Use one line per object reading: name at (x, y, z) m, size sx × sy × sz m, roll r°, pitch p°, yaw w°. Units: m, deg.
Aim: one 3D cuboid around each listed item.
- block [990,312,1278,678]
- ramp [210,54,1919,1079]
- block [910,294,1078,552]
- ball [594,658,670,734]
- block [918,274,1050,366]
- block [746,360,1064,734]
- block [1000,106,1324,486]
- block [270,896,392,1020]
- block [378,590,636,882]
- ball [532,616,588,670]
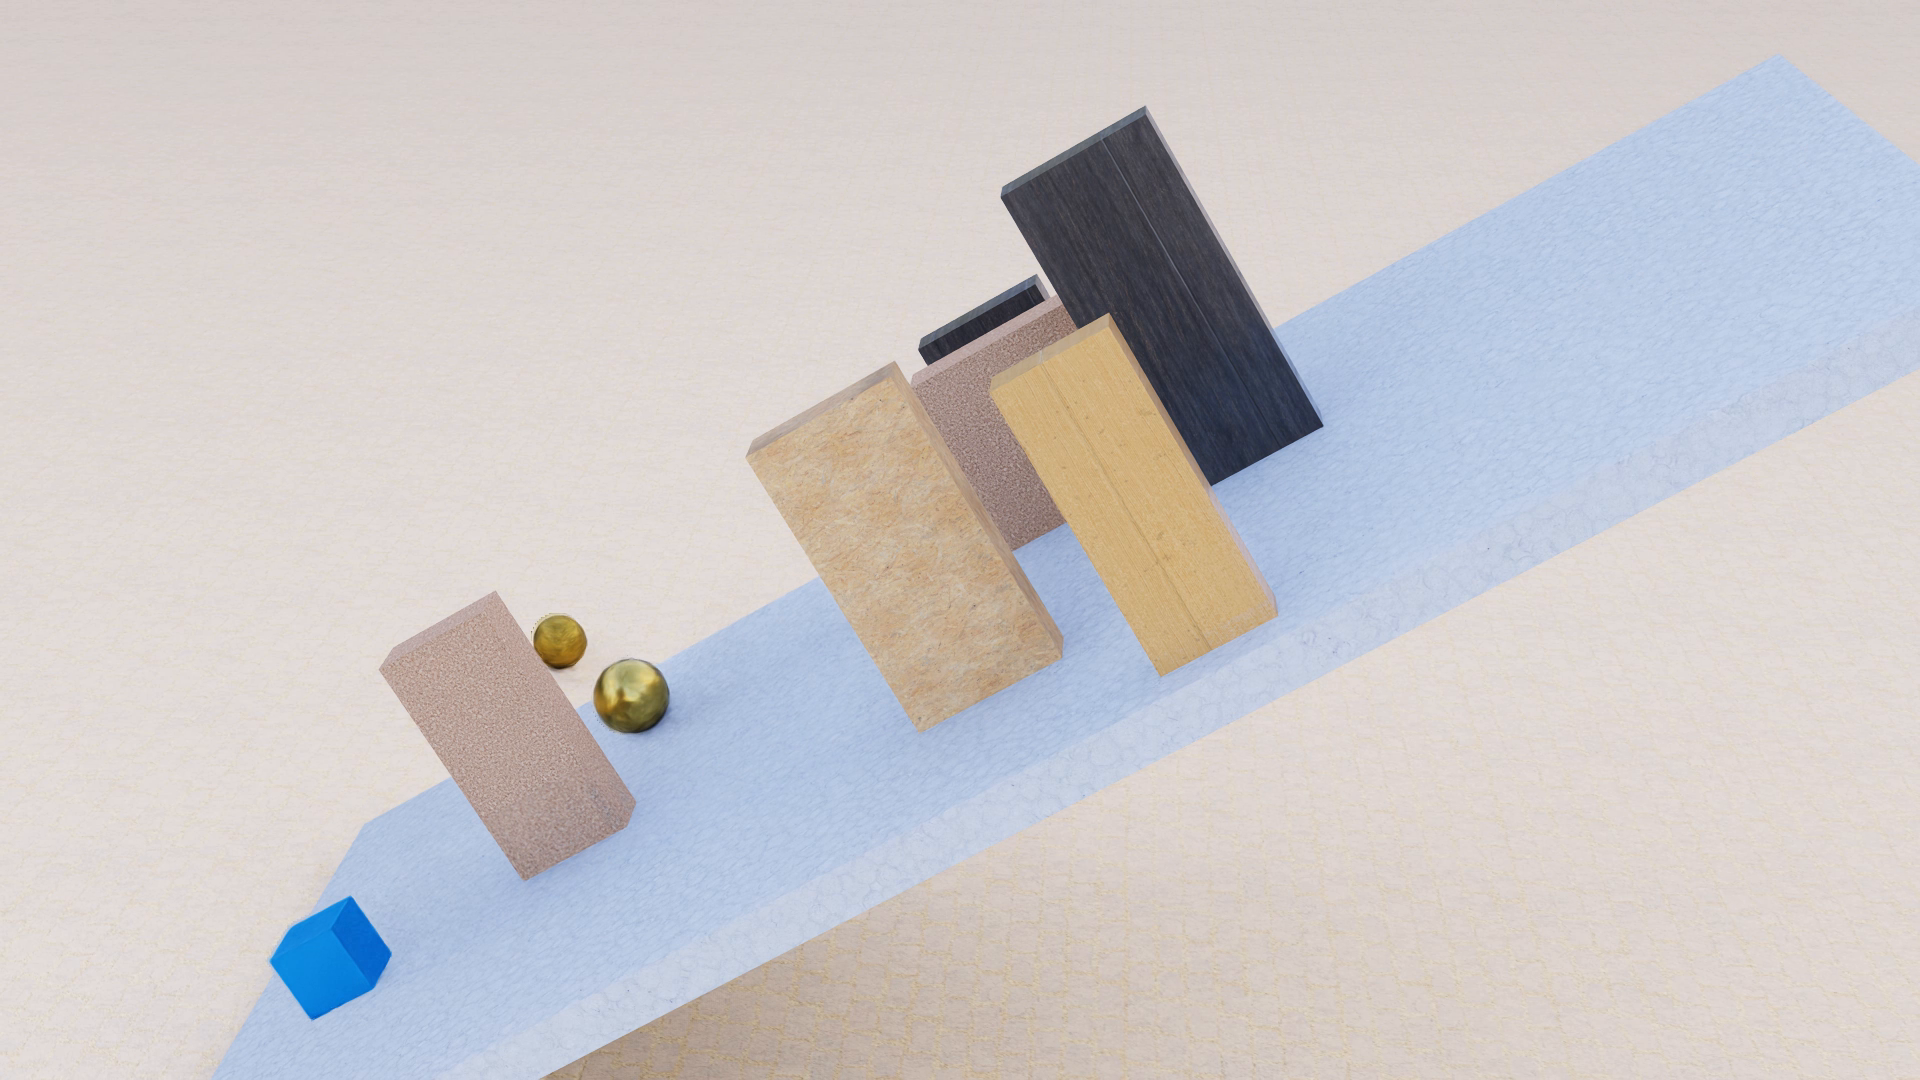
block at (0.316, -0.078, 5.303) m, size 0.243 × 0.619 × 0.100 m, roll -28°, pitch 15°, yaw 12°
ramp at (0.142, 0.168, 6.285) m, size 4.000 × 0.100 × 2.000 m, roll -28°, pitch 15°, yaw 12°
block at (0.176, -0.265, 6.568) m, size 0.405 × 0.439 × 0.126 m, roll -28°, pitch 15°, yaw 12°
ball at (-0.774, 0.368, 6.927) m, size 0.179 × 0.179 × 0.179 m, roll 0°, pitch 19°, yaw 0°
block at (0.151, -0.353, 6.914) m, size 0.316 × 0.436 × 0.105 m, roll -28°, pitch 15°, yaw 12°
block at (-0.103, 0.017, 5.765) m, size 0.327 × 0.657 × 0.119 m, roll -28°, pitch 15°, yaw 12°
block at (0.426, -0.489, 6.158) m, size 0.344 × 0.759 × 0.106 m, roll -28°, pitch 15°, yaw 12°
block at (-1.363, 0.906, 6.378) m, size 0.163 × 0.163 × 0.163 m, roll -28°, pitch 15°, yaw 13°
block at (-0.974, 0.426, 6.362) m, size 0.269 × 0.568 × 0.132 m, roll -28°, pitch 15°, yaw 12°
ball at (-1.213, 0.309, 8.913) m, size 0.163 × 0.163 × 0.163 m, roll 0°, pitch 19°, yaw 0°
